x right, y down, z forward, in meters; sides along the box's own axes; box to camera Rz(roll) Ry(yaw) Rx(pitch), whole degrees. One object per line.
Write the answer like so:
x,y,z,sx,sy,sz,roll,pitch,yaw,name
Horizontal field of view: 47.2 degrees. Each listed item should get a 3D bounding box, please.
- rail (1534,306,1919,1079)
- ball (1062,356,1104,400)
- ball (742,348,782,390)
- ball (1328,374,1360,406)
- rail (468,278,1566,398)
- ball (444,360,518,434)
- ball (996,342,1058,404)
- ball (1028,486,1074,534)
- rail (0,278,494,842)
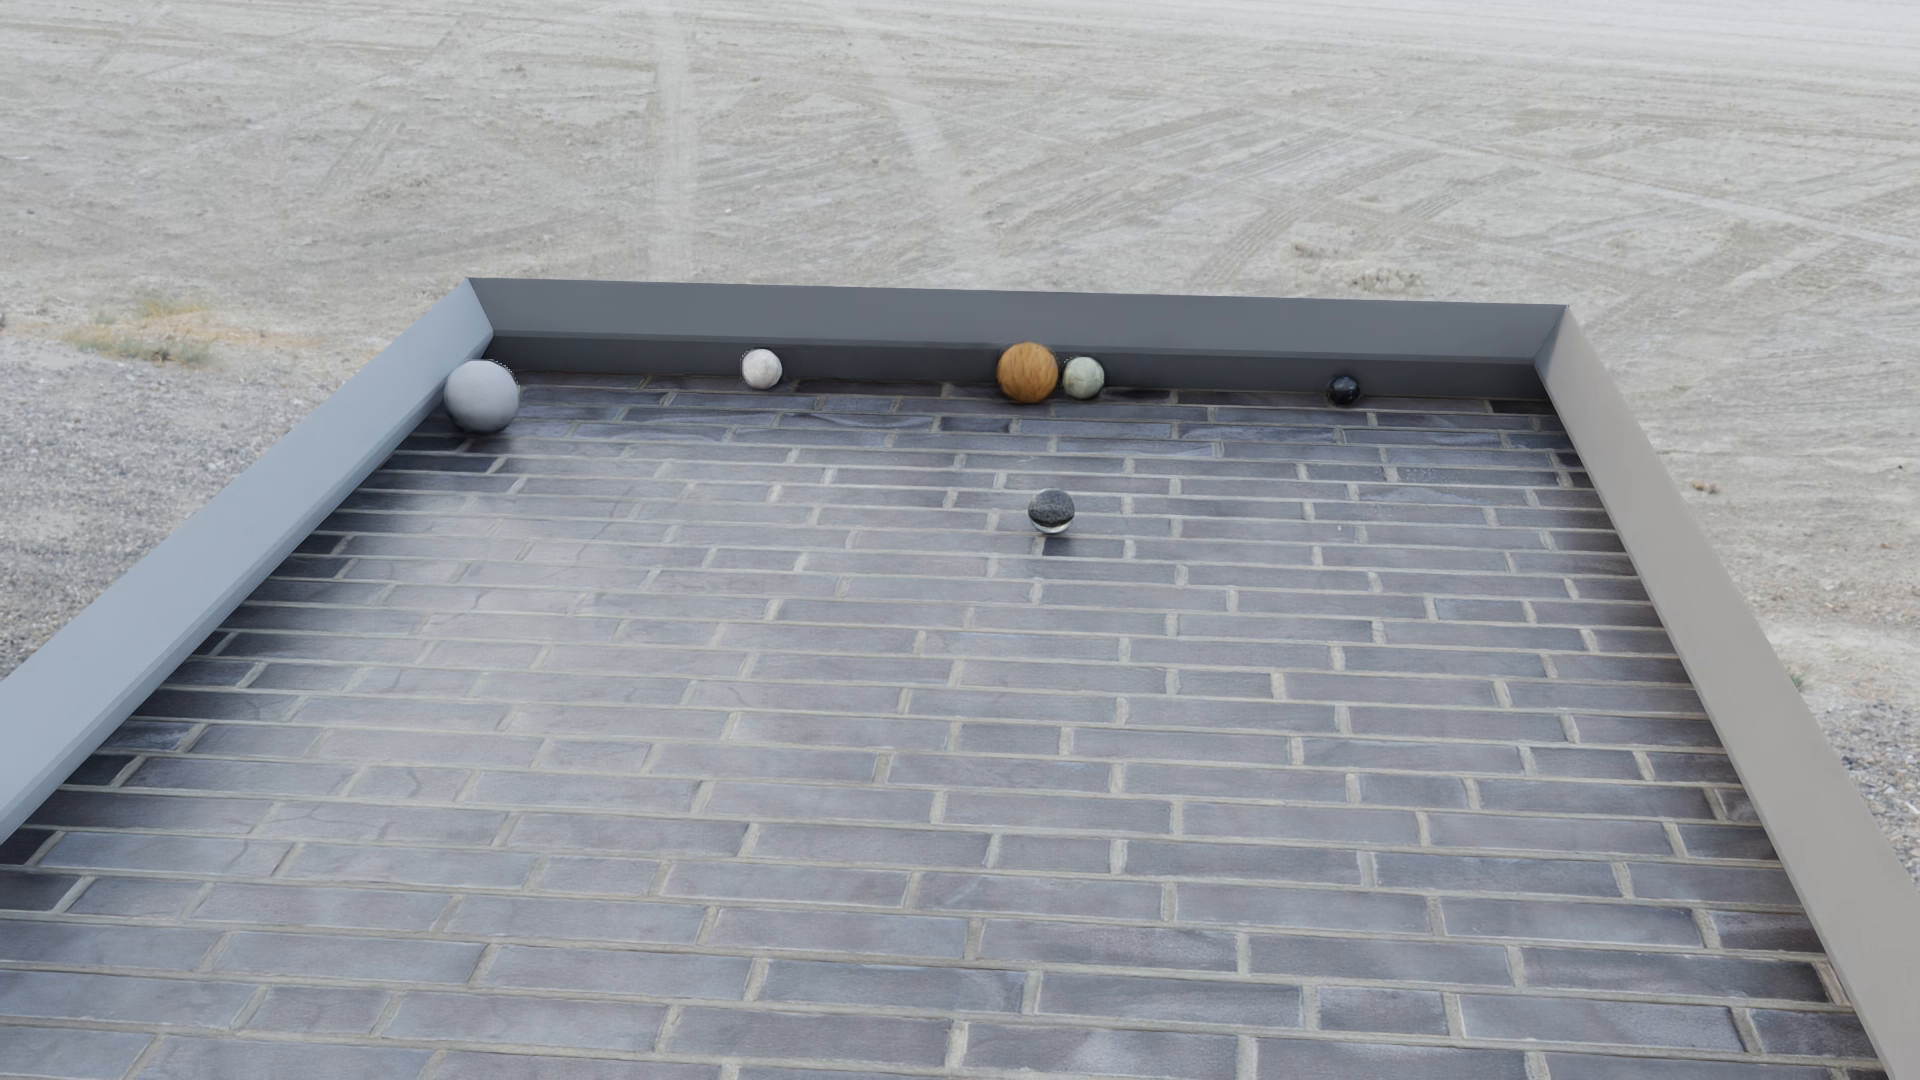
0.641,0.234,1.664,0.045,0.126,2.589,2,22,5,rail
0.161,-0.212,2.871,0.056,0.056,0.056,0,22,0,ball
-0.263,-0.226,2.910,0.054,0.054,0.054,0,22,0,ball
0.498,-0.194,2.848,0.041,0.041,0.041,0,22,0,ball
0.058,-0.261,2.899,1.456,0.126,0.045,2,22,5,rail
-0.596,-0.178,2.739,0.092,0.092,0.092,0,22,0,ball
0.087,-0.217,2.851,0.080,0.080,0.080,0,22,0,ball
0.101,-0.032,2.430,0.052,0.052,0.052,0,22,0,ball
-0.761,0.185,1.785,0.045,0.126,2.589,2,22,5,rail
